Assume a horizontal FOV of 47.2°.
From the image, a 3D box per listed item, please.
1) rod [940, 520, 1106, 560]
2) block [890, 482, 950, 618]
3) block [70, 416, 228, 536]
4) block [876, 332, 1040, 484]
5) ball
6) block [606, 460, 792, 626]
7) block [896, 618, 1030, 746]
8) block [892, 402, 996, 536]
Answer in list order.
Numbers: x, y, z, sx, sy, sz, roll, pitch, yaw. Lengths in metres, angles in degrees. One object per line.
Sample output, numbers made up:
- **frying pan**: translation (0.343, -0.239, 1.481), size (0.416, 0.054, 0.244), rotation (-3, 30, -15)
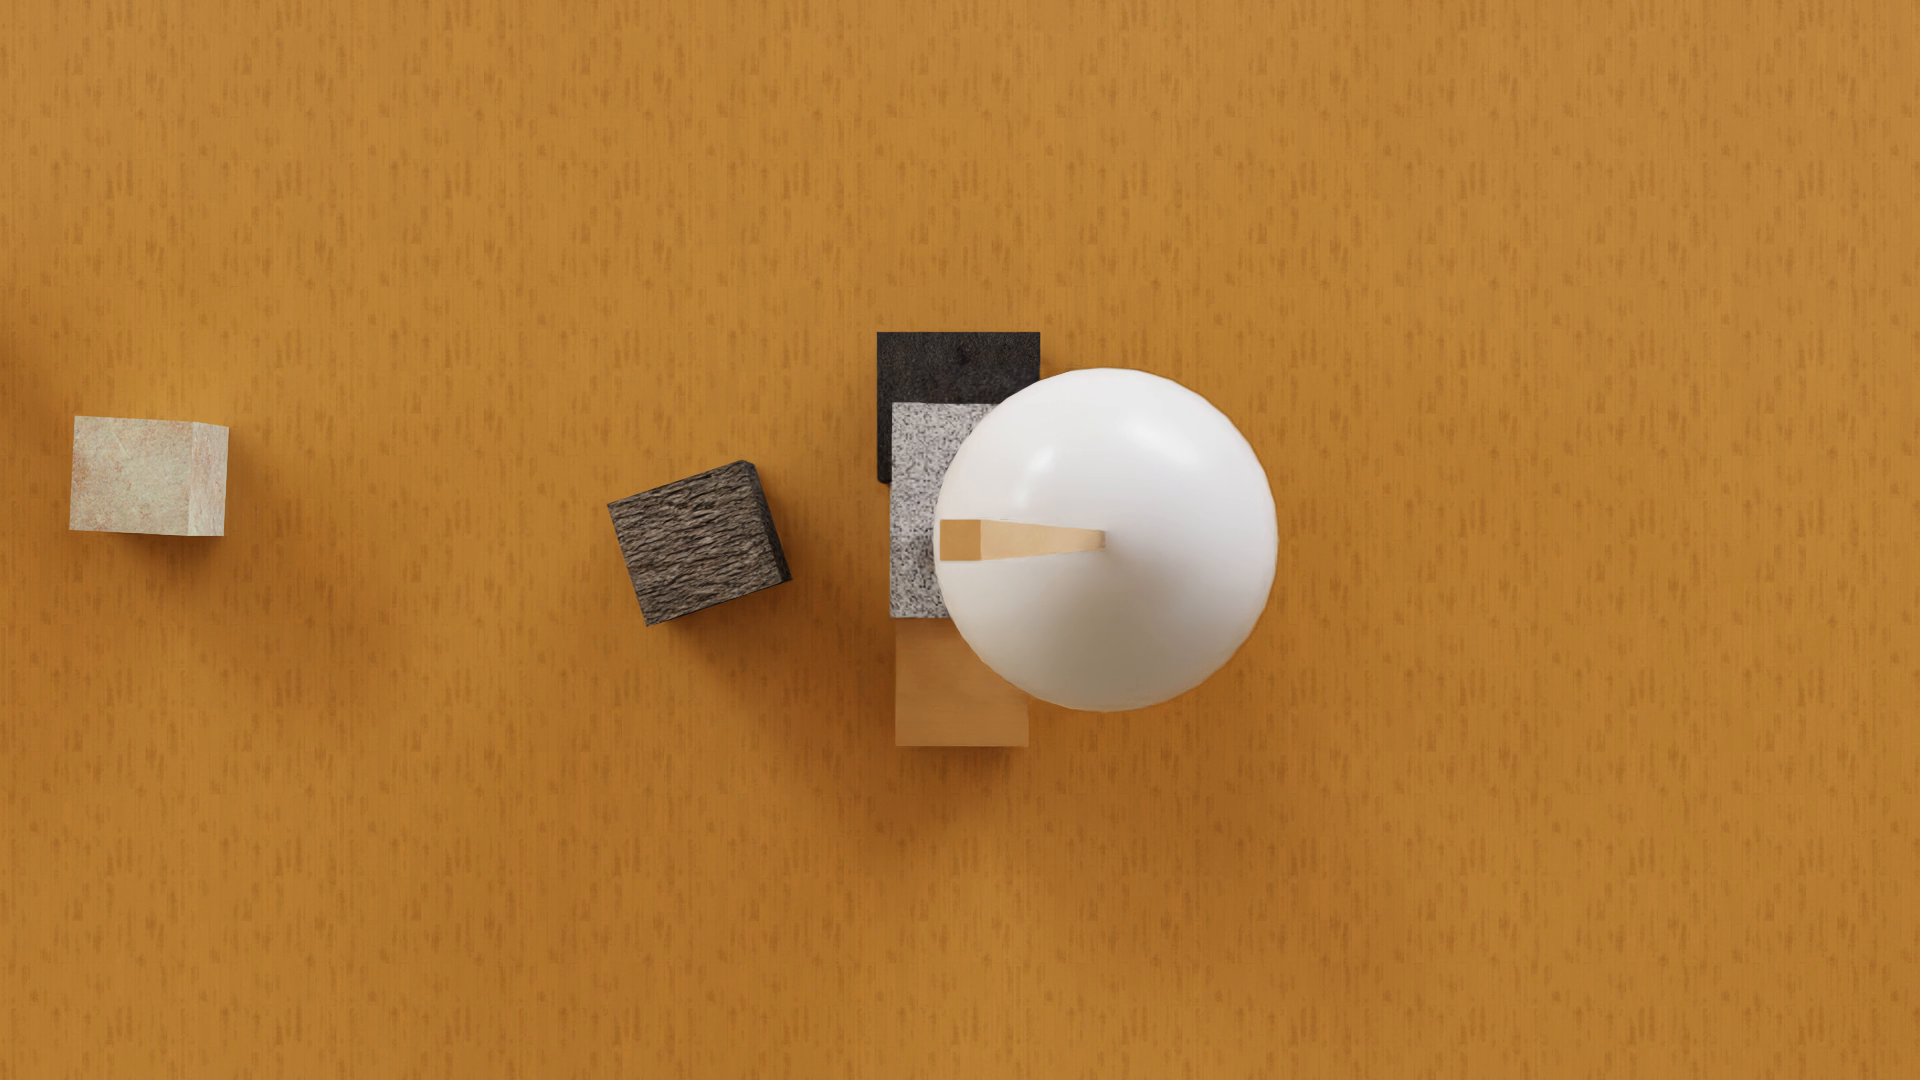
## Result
- **rod**: translation (0.290, 0.000, 6.804), size (0.080, 5.200, 0.080), rotation (0, 90, 6)
- **block**: translation (0.009, 0.057, 12.598), size (0.800, 0.804, 0.749), rotation (0, 90, 0)
- **block**: translation (-4.672, -0.363, 12.699), size (0.669, 0.602, 0.643), rotation (3, 90, 0)
- **block**: translation (-0.007, -0.740, 12.567), size (0.903, 0.867, 0.814), rotation (0, 90, 0)
- **ball**: translation (0.670, 0.000, 10.183), size (1.600, 1.600, 1.600), rotation (0, 90, 0)
- **block**: translation (-1.480, 0.018, 12.623), size (0.795, 0.753, 0.719), rotation (-18, 90, 0)
- **block**: translation (0.013, 0.792, 12.625), size (0.744, 0.751, 0.712), rotation (0, 90, 0)
- **block**: translation (-0.017, -0.366, 11.814), size (0.679, 0.639, 0.699), rotation (1, 90, 0)
